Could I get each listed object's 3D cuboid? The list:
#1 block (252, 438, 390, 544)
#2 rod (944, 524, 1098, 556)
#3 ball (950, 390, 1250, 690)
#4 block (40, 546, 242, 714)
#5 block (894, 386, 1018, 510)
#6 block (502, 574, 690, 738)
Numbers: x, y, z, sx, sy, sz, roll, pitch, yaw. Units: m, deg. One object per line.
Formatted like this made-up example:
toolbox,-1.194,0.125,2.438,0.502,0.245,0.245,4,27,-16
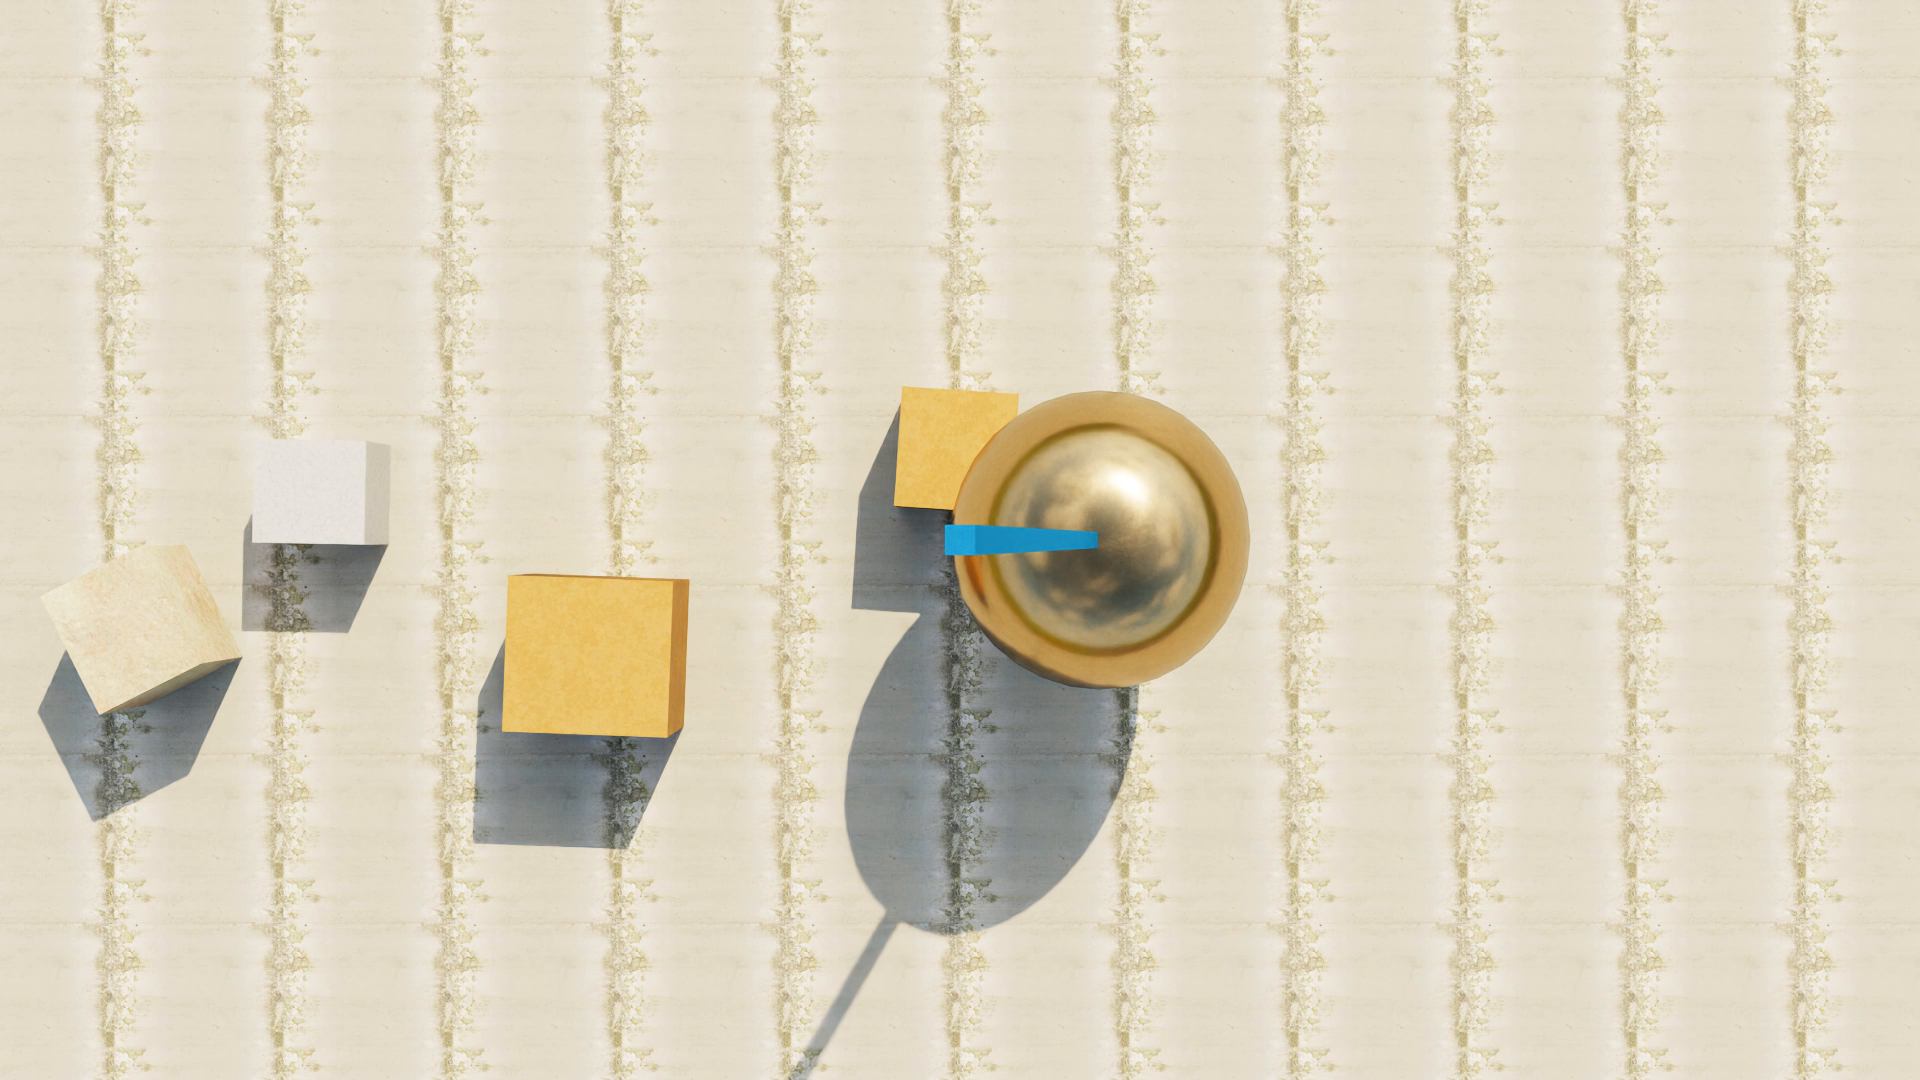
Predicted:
block,-3.687,-0.274,12.730,0.633,0.541,0.586,1,90,0
rod,0.323,0.000,8.369,0.080,5.200,0.080,0,90,7
ball,0.745,0.000,11.743,1.600,1.600,1.600,0,90,0
block,-4.689,0.503,12.640,0.635,0.720,0.738,-27,90,0
block,-0.019,-0.508,12.691,0.659,0.618,0.675,4,90,0
block,-2.075,0.648,12.625,0.920,0.750,0.869,2,90,0
